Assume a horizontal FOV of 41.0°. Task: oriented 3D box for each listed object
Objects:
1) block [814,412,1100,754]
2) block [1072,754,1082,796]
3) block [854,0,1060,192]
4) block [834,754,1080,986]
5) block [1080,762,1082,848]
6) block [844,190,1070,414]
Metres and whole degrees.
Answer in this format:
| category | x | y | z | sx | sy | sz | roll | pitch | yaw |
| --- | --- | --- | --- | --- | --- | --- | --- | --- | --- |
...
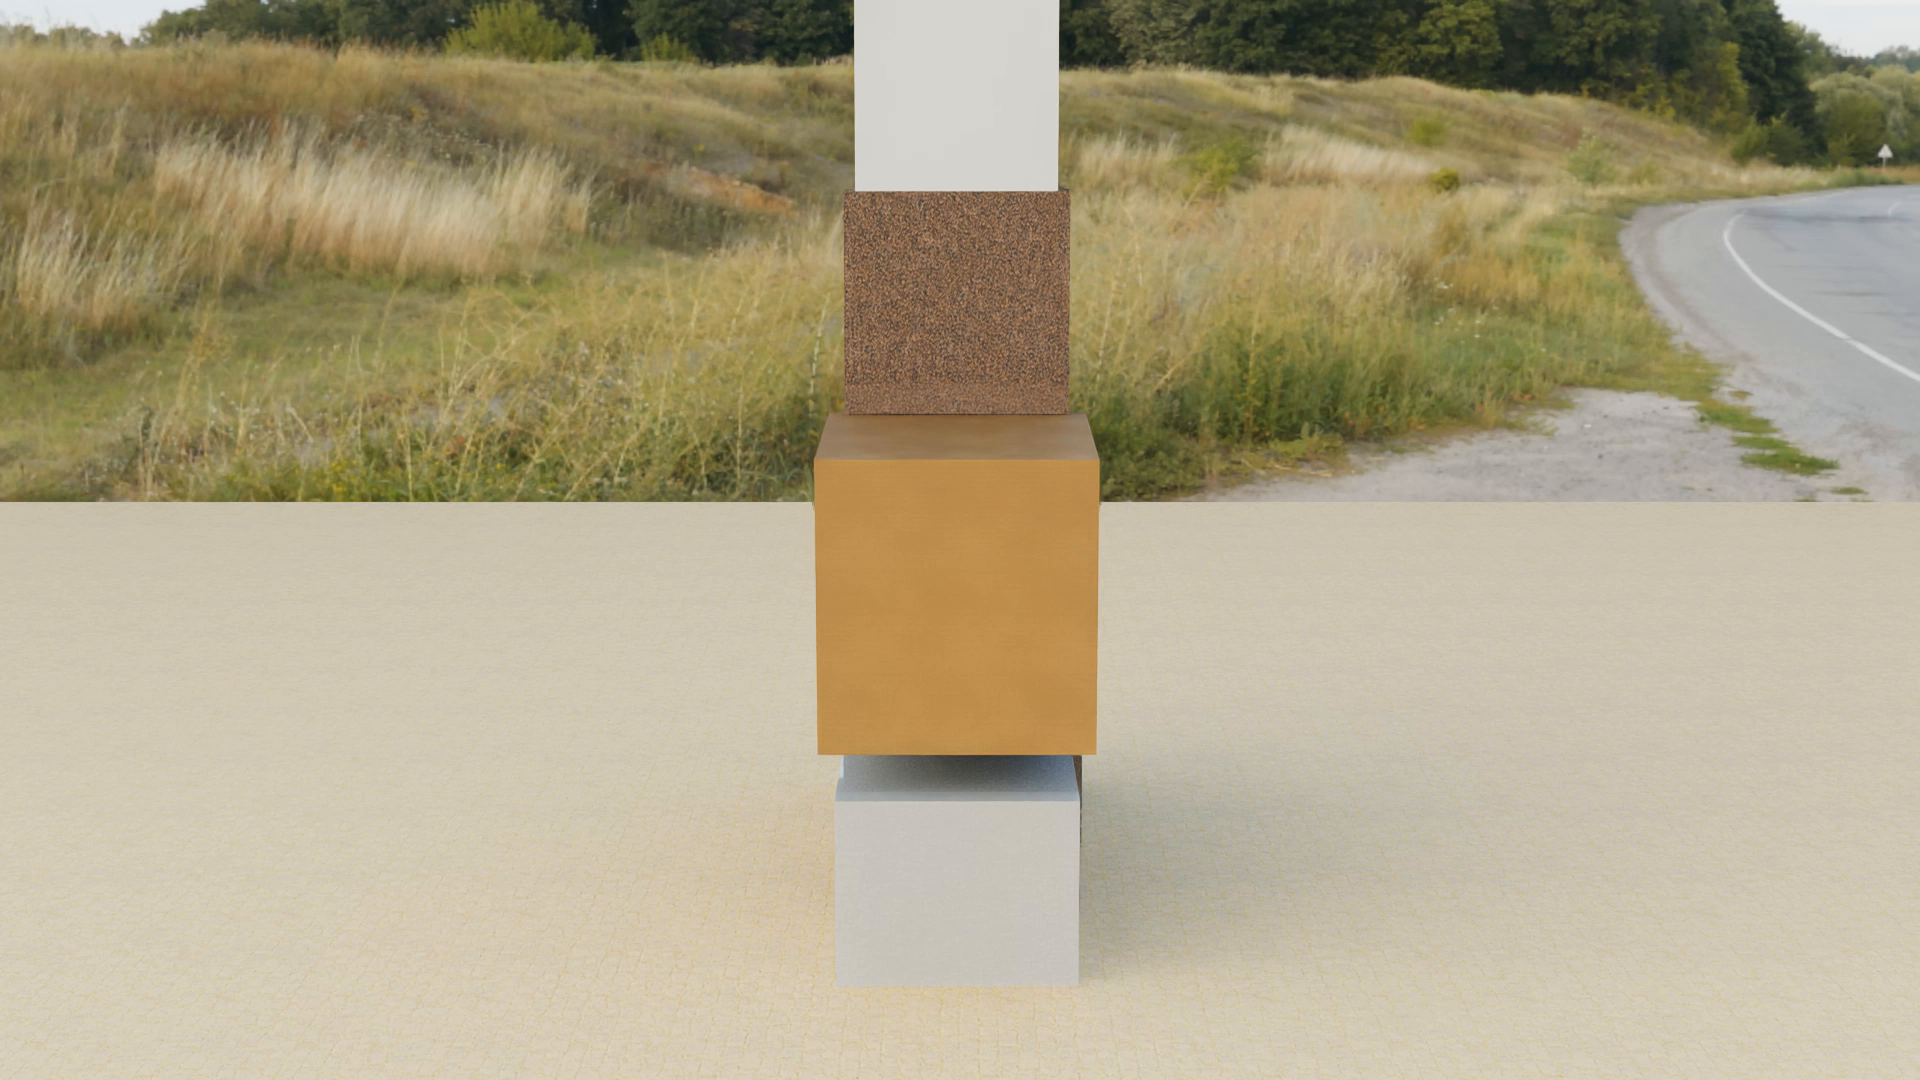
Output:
| category | x | y | z | sx | sy | sz | roll | pitch | yaw |
| --- | --- | --- | --- | --- | --- | --- | --- | --- | --- |
| block | -0.012 | 0.145 | 10.257 | 1.069 | 1.148 | 1.117 | 0 | 12 | 0 |
| block | 0.009 | 1.025 | 11.246 | 0.996 | 0.959 | 0.931 | 0 | 10 | 0 |
| block | -0.013 | -1.951 | 10.840 | 0.829 | 0.938 | 0.838 | 0 | 8 | 0 |
| block | -0.011 | 1.294 | 10.366 | 0.945 | 0.745 | 0.878 | 0 | 10 | 0 |
| block | 0.018 | 0.782 | 12.252 | 1.080 | 1.078 | 1.115 | 0 | 10 | 0 |
| block | -0.013 | -1.036 | 10.973 | 0.927 | 0.912 | 0.882 | 0 | 8 | 0 |
